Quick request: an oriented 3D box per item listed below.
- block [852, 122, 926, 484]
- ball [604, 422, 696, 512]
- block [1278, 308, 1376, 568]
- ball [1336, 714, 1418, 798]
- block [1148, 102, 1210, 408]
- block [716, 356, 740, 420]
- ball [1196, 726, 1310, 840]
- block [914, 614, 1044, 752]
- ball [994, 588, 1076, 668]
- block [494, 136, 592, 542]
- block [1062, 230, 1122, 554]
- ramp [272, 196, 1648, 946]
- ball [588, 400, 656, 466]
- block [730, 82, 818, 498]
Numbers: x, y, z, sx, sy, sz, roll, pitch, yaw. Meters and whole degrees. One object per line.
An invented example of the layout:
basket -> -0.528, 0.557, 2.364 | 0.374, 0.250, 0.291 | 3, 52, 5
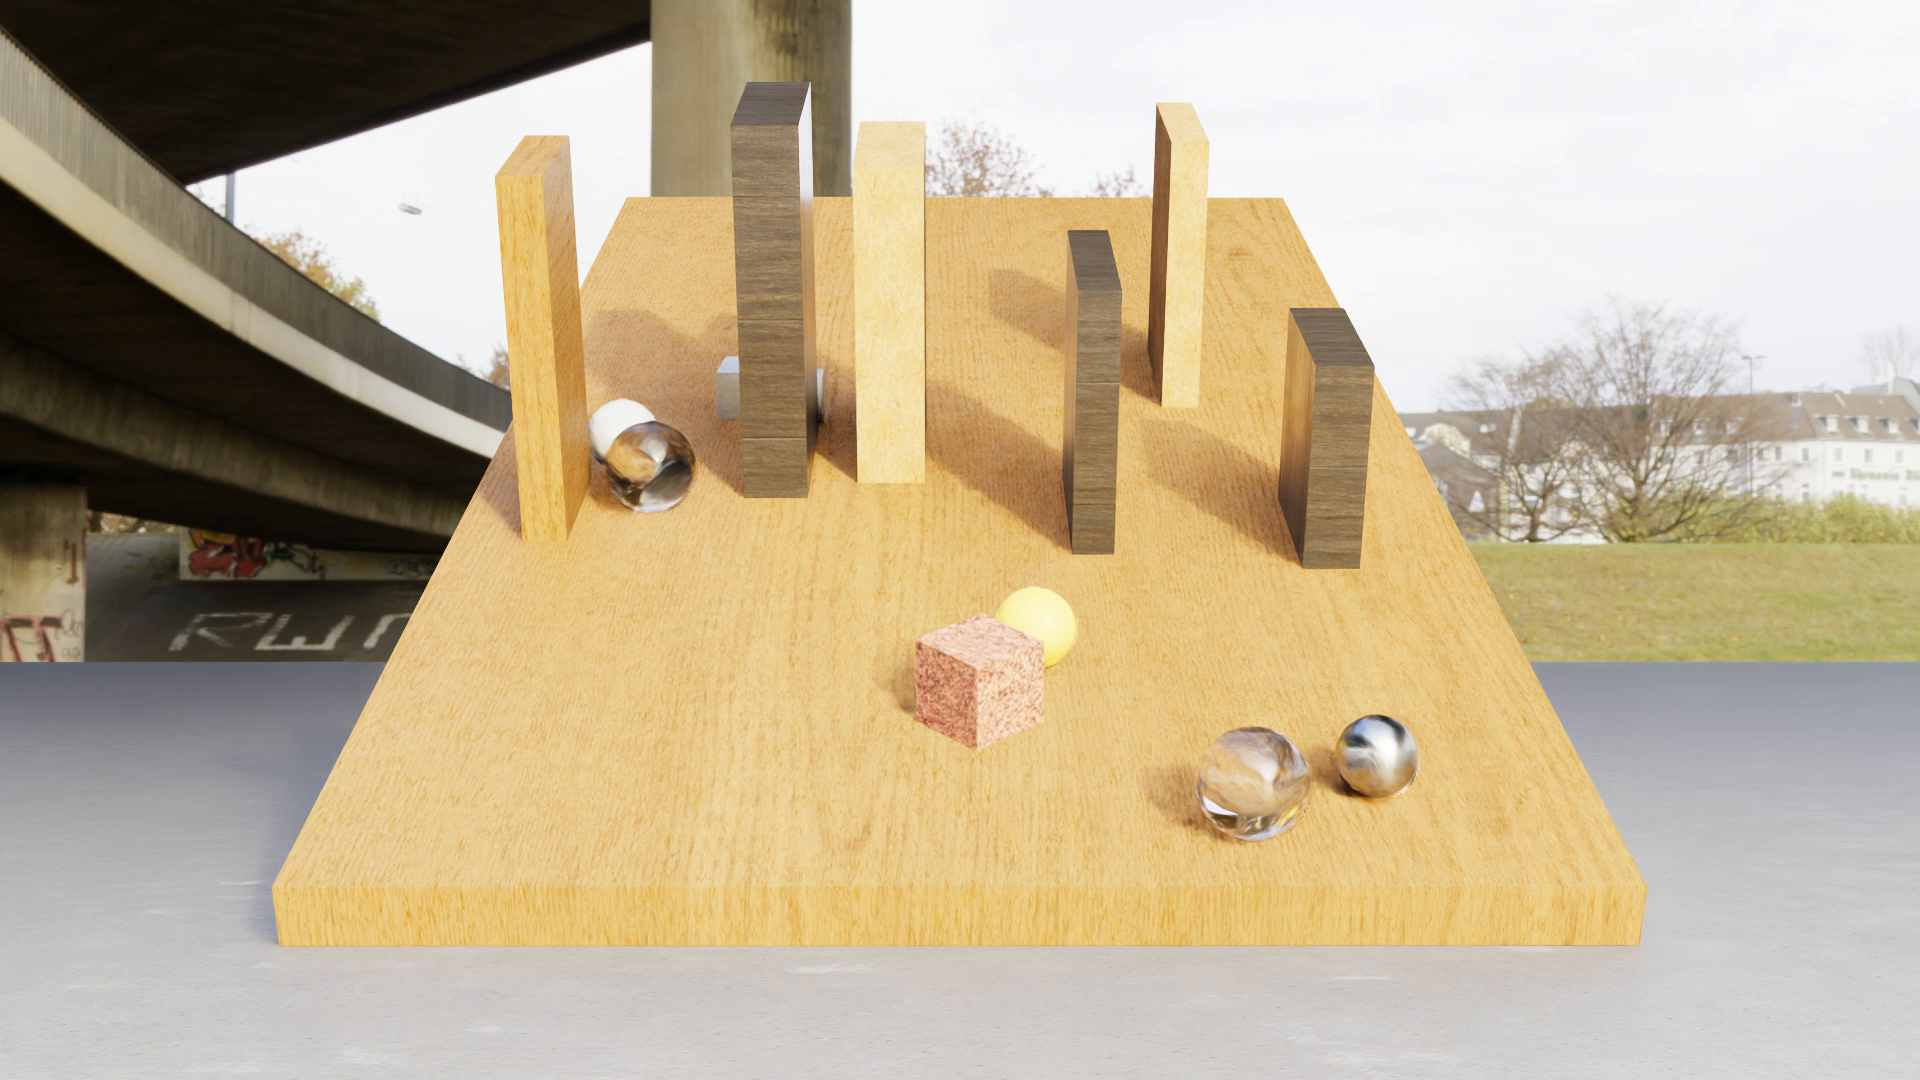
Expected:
block -> -0.144, -0.508, 4.892 | 0.141, 0.676, 0.400 | 0, 23, 0
ball -> -0.625, -0.148, 4.669 | 0.184, 0.184, 0.184 | 0, -3, 0
block -> 0.712, -0.204, 4.517 | 0.110, 0.409, 0.366 | 0, 23, 0
ball -> 0.649, 0.336, 3.595 | 0.128, 0.128, 0.128 | 0, -3, 0
block -> 0.503, -0.667, 5.354 | 0.083, 0.612, 0.417 | 0, 23, 0
block -> -0.484, -0.343, 5.224 | 0.112, 0.112, 0.112 | 3, 23, 6
ball -> 0.440, 0.365, 3.470 | 0.172, 0.172, 0.172 | 0, -3, 0
block -> 0.032, 0.233, 3.808 | 0.150, 0.150, 0.150 | -20, 30, -39
ball -> 0.130, 0.153, 4.009 | 0.143, 0.143, 0.143 | 0, -3, 0
block -> -0.817, -0.400, 4.558 | 0.088, 0.732, 0.335 | 0, 23, 0
block -> 0.259, -0.300, 4.582 | 0.083, 0.533, 0.427 | 0, 23, 0
ramp -> -0.007, -0.225, 5.219 | 2.000, 0.100, 4.000 | 0, 23, 0
ball -> -0.709, -0.220, 4.857 | 0.152, 0.152, 0.152 | 0, -3, 0
block -> -0.379, -0.523, 4.797 | 0.132, 0.775, 0.410 | 0, 23, 0
